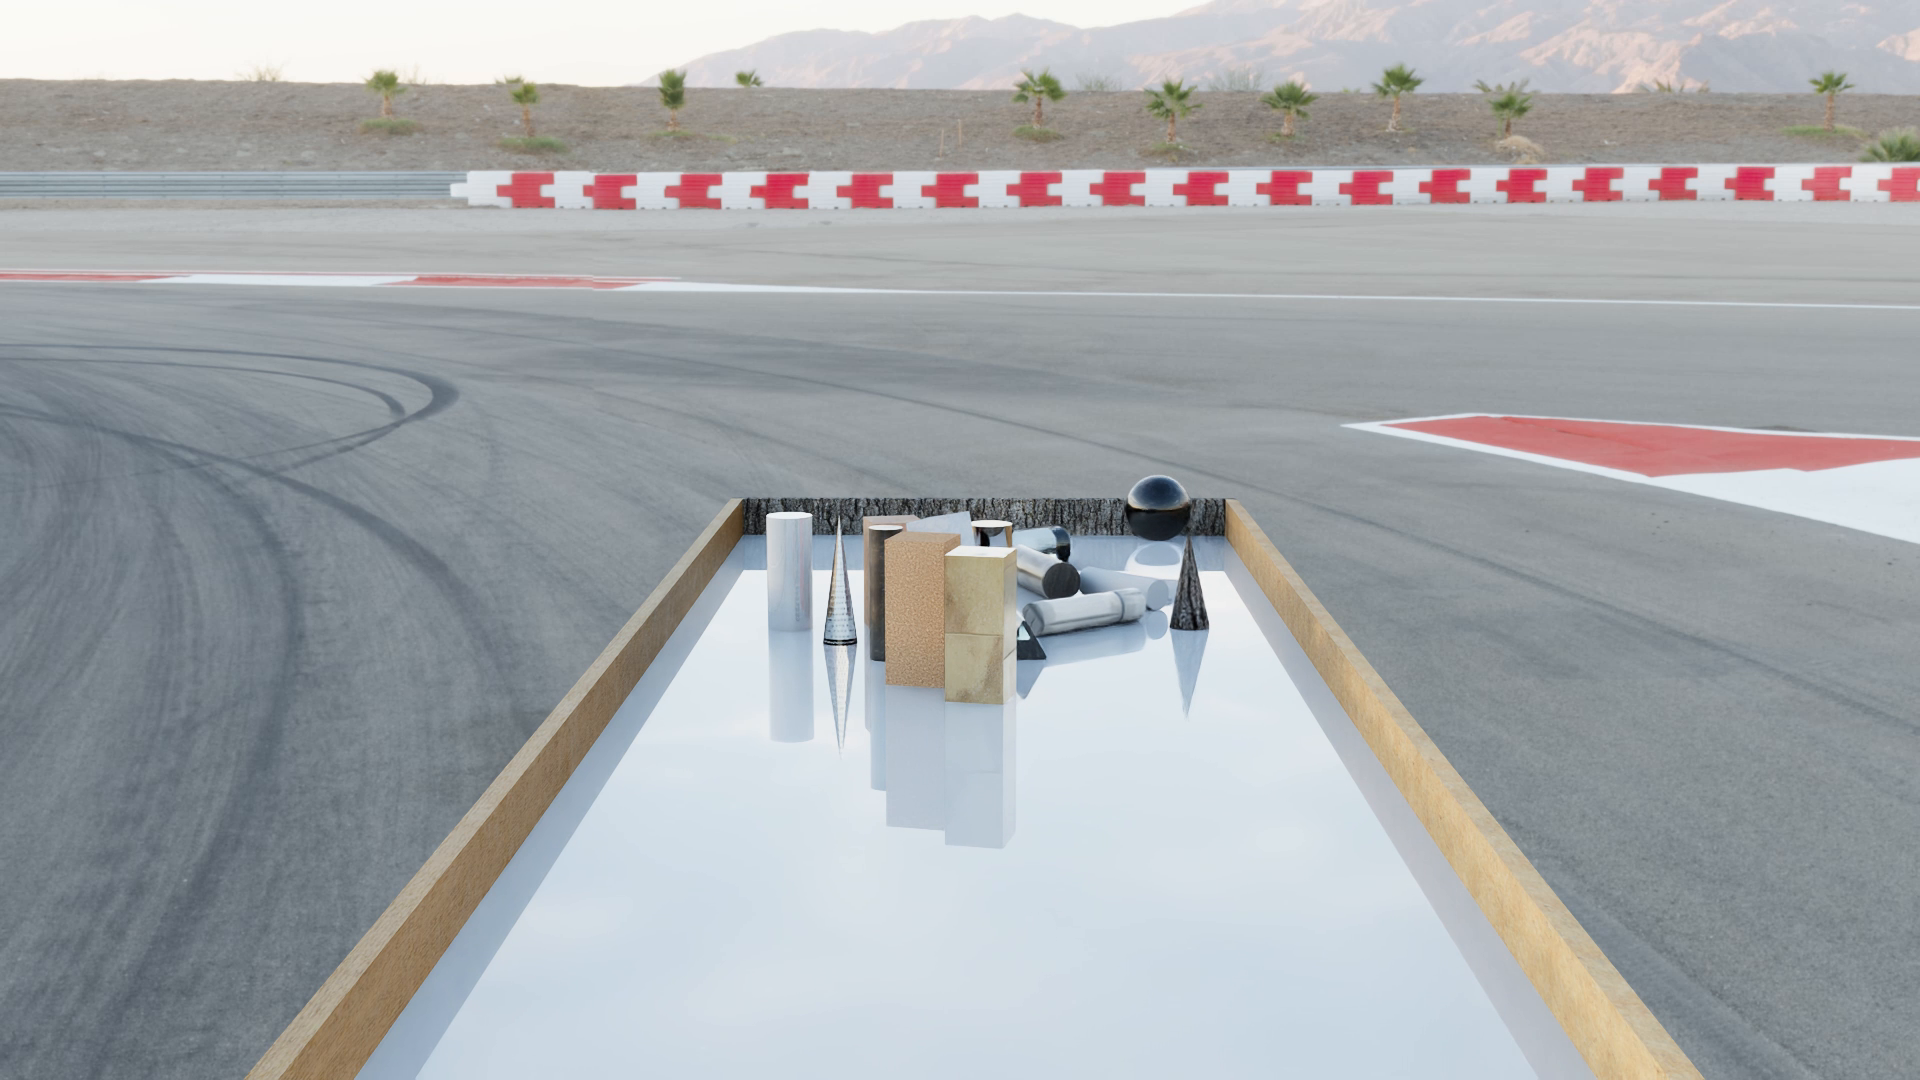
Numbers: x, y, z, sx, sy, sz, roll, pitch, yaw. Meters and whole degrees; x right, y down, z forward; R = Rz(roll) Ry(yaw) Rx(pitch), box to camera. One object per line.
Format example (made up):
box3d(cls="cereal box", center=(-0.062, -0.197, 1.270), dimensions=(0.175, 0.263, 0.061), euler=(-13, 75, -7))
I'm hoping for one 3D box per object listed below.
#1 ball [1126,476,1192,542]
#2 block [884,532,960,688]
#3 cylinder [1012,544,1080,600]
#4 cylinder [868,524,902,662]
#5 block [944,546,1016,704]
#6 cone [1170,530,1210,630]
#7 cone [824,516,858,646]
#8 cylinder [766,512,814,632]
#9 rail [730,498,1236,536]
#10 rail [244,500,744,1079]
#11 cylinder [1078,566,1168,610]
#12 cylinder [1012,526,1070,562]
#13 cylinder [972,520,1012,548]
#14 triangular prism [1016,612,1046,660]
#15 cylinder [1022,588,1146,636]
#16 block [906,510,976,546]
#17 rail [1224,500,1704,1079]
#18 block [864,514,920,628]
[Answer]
box3d(cls="ball", center=(0.808, -0.129, 8.961), dimensions=(0.270, 0.270, 0.270), euler=(0, 9, 0))
box3d(cls="block", center=(-0.107, 0.200, 6.394), dimensions=(0.177, 0.424, 0.177), euler=(3, 9, 16))
box3d(cls="cylinder", center=(0.285, 0.117, 7.825), dimensions=(0.140, 0.140, 0.415), euler=(-3, 10, -19))
box3d(cls="cylinder", center=(-0.225, 0.162, 6.696), dimensions=(0.103, 0.405, 0.103), euler=(0, 9, 0))
box3d(cls="block", center=(0.059, 0.237, 6.184), dimensions=(0.168, 0.416, 0.168), euler=(2, 9, 14))
box3d(cls="cone", center=(0.748, 0.124, 7.182), dimensions=(0.132, 0.323, 0.132), euler=(-1, 10, 0))
box3d(cls="cone", center=(-0.379, 0.122, 6.933), dimensions=(0.111, 0.409, 0.111), euler=(0, 9, 0))
box3d(cls="cylinder", center=(-0.555, 0.103, 7.177), dimensions=(0.149, 0.370, 0.149), euler=(0, 9, 0))
box3d(cls="rail", center=(0.099, -0.098, 9.147), dimensions=(2.100, 0.150, 0.050), euler=(0, 9, 1))
box3d(cls="rail", center=(-1.004, 0.839, 3.234), dimensions=(0.050, 0.150, 12.000), euler=(0, 9, 1))
box3d(cls="cylinder", center=(0.564, 0.166, 7.630), dimensions=(0.104, 0.104, 0.356), euler=(-7, 11, -38))
box3d(cls="cylinder", center=(0.259, 0.034, 8.343), dimensions=(0.303, 0.142, 0.142), euler=(-7, 11, -37))
box3d(cls="cylinder", center=(0.097, 0.115, 7.196), dimensions=(0.146, 0.340, 0.146), euler=(0, 9, 0))
box3d(cls="triangular prism", center=(0.164, 0.268, 6.911), dimensions=(0.140, 0.121, 0.452), euler=(-1, 9, -8))
box3d(cls="cylinder", center=(0.407, 0.234, 7.187), dimensions=(0.445, 0.107, 0.107), euler=(-7, 11, -37))
box3d(cls="block", center=(-0.032, 0.131, 6.810), dimensions=(0.147, 0.409, 0.147), euler=(-8, 4, 27))
box3d(cls="rail", center=(1.046, 0.843, 3.208), dimensions=(0.050, 0.150, 12.000), euler=(0, 9, 1))
box3d(cls="block", center=(-0.215, 0.108, 7.192), dimensions=(0.170, 0.355, 0.170), euler=(-2, 9, -14))
